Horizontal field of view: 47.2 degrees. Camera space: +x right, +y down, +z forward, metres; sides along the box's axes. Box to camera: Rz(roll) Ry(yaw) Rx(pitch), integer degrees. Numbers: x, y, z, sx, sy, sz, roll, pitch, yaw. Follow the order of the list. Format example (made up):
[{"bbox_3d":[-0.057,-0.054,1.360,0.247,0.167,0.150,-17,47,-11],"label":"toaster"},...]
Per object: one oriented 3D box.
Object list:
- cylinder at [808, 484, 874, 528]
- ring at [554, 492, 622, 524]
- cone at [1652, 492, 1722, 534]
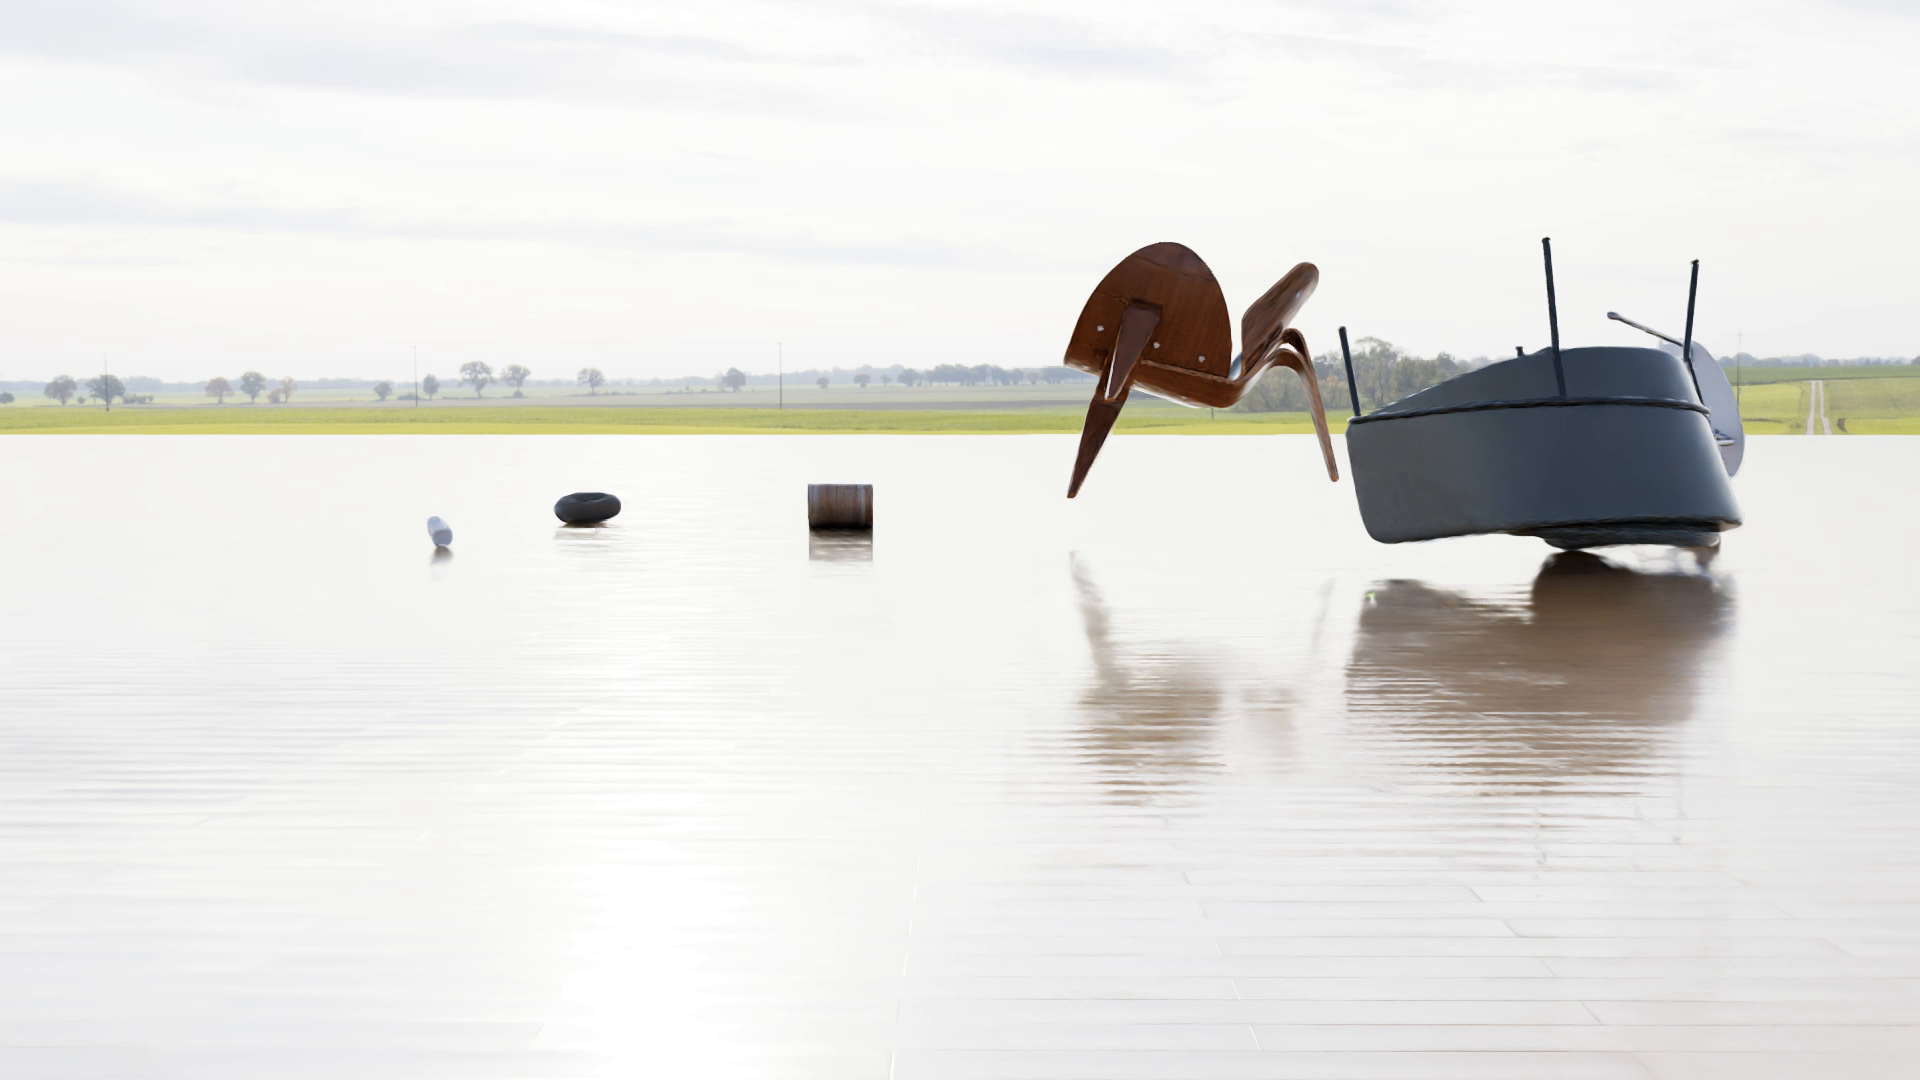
[{"bbox_3d":[-0.386,-0.112,7.118,0.211,0.129,0.168,0,-35,-3],"label":"cylinder"},{"bbox_3d":[-1.257,-0.109,7.424,0.235,0.077,0.155,-7,22,-30],"label":"ring"},{"bbox_3d":[2.265,-0.055,6.912,0.264,0.124,0.104,-17,15,-28],"label":"cone"}]
